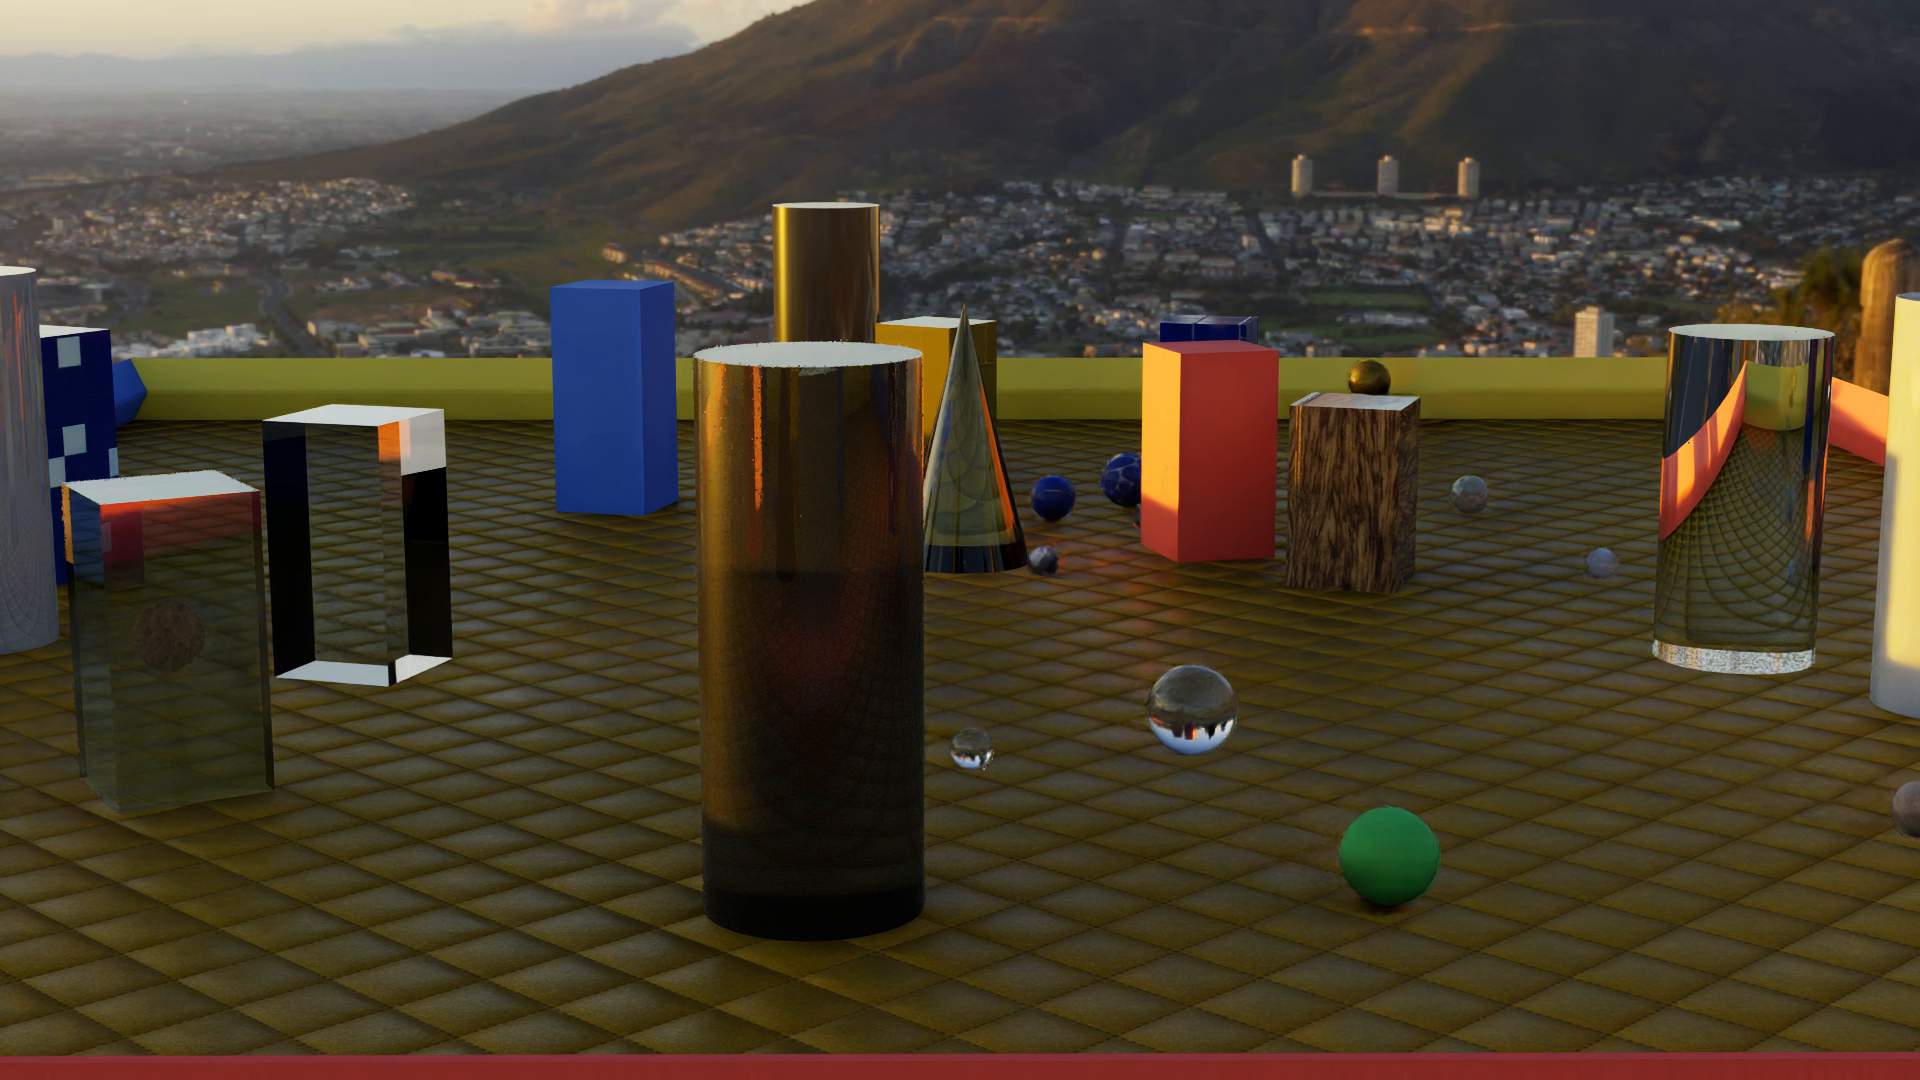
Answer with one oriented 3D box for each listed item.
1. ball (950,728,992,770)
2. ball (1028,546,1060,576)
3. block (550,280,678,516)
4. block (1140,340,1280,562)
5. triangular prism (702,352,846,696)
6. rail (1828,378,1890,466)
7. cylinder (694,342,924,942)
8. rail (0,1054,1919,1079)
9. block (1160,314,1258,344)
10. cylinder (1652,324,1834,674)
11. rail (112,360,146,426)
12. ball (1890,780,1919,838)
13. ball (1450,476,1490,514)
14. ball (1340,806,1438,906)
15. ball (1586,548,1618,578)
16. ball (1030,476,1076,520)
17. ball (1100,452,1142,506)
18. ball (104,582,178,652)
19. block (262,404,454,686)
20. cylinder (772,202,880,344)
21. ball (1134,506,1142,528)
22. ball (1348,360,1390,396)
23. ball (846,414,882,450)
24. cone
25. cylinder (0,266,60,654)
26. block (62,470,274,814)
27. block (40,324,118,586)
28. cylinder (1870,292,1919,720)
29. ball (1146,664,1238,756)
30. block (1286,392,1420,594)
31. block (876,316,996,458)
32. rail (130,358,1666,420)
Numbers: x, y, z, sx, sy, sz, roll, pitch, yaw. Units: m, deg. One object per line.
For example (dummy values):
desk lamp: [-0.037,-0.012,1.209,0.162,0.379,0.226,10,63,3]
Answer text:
ball: [0.012,0.218,2.681,0.044,0.044,0.044,0,11,0]
ball: [0.121,0.030,3.689,0.046,0.046,0.046,0,11,0]
block: [-0.570,-0.238,4.247,0.155,0.369,0.155,3,11,14]
block: [0.374,-0.136,3.859,0.155,0.310,0.155,-3,11,-16]
triangular prism: [-0.198,-0.023,3.047,0.168,0.384,0.146,2,11,13]
rail: [1.679,0.031,3.459,0.045,0.126,3.795,0,11,0]
cylinder: [-0.128,0.081,2.208,0.194,0.485,0.194,0,11,0]
rail: [0.011,0.374,1.607,3.406,0.126,0.045,0,11,0]
block: [0.454,-0.268,4.686,0.155,0.268,0.155,3,11,14]
cylinder: [0.962,-0.054,3.158,0.194,0.405,0.194,0,11,0]
rail: [-1.679,0.034,3.440,0.045,0.126,3.795,0,11,0]
ball: [0.915,0.257,2.444,0.054,0.054,0.054,0,11,0]
ball: [0.834,-0.074,4.199,0.064,0.064,0.064,0,11,0]
ball: [0.376,0.277,2.249,0.086,0.086,0.086,0,11,0]
ball: [0.920,0.033,3.674,0.044,0.044,0.044,0,11,0]
ball: [0.150,-0.068,4.144,0.072,0.072,0.072,0,11,0]
ball: [0.278,-0.101,4.273,0.090,0.090,0.090,0,11,0]
ball: [-1.027,0.096,3.218,0.088,0.088,0.088,0,11,0]
block: [-0.727,0.003,3.107,0.155,0.311,0.155,3,11,17]
cylinder: [-0.241,-0.370,4.667,0.194,0.475,0.194,0,11,0]
ball: [0.296,-0.036,4.056,0.042,0.042,0.042,0,11,0]
ball: [0.823,-0.319,5.152,0.084,0.084,0.084,0,11,0]
ball: [-0.184,-0.206,4.898,0.069,0.069,0.069,0,11,0]
cone: [0.006,-0.158,3.773,0.194,0.384,0.194,0,11,0]
cylinder: [-1.253,-0.102,3.238,0.194,0.470,0.194,0,11,0]
block: [-0.802,0.098,2.599,0.155,0.309,0.155,-7,12,-32]
block: [-1.323,-0.123,3.677,0.155,0.351,0.155,5,12,27]
cylinder: [1.150,-0.040,2.912,0.194,0.467,0.194,0,11,0]
ball: [0.248,0.181,2.736,0.097,0.097,0.097,0,11,0]
block: [0.559,-0.070,3.644,0.155,0.257,0.155,4,11,19]
block: [-0.042,-0.249,4.562,0.155,0.276,0.155,7,12,32]
rail: [-0.011,-0.310,5.291,3.406,0.126,0.045,0,11,0]
